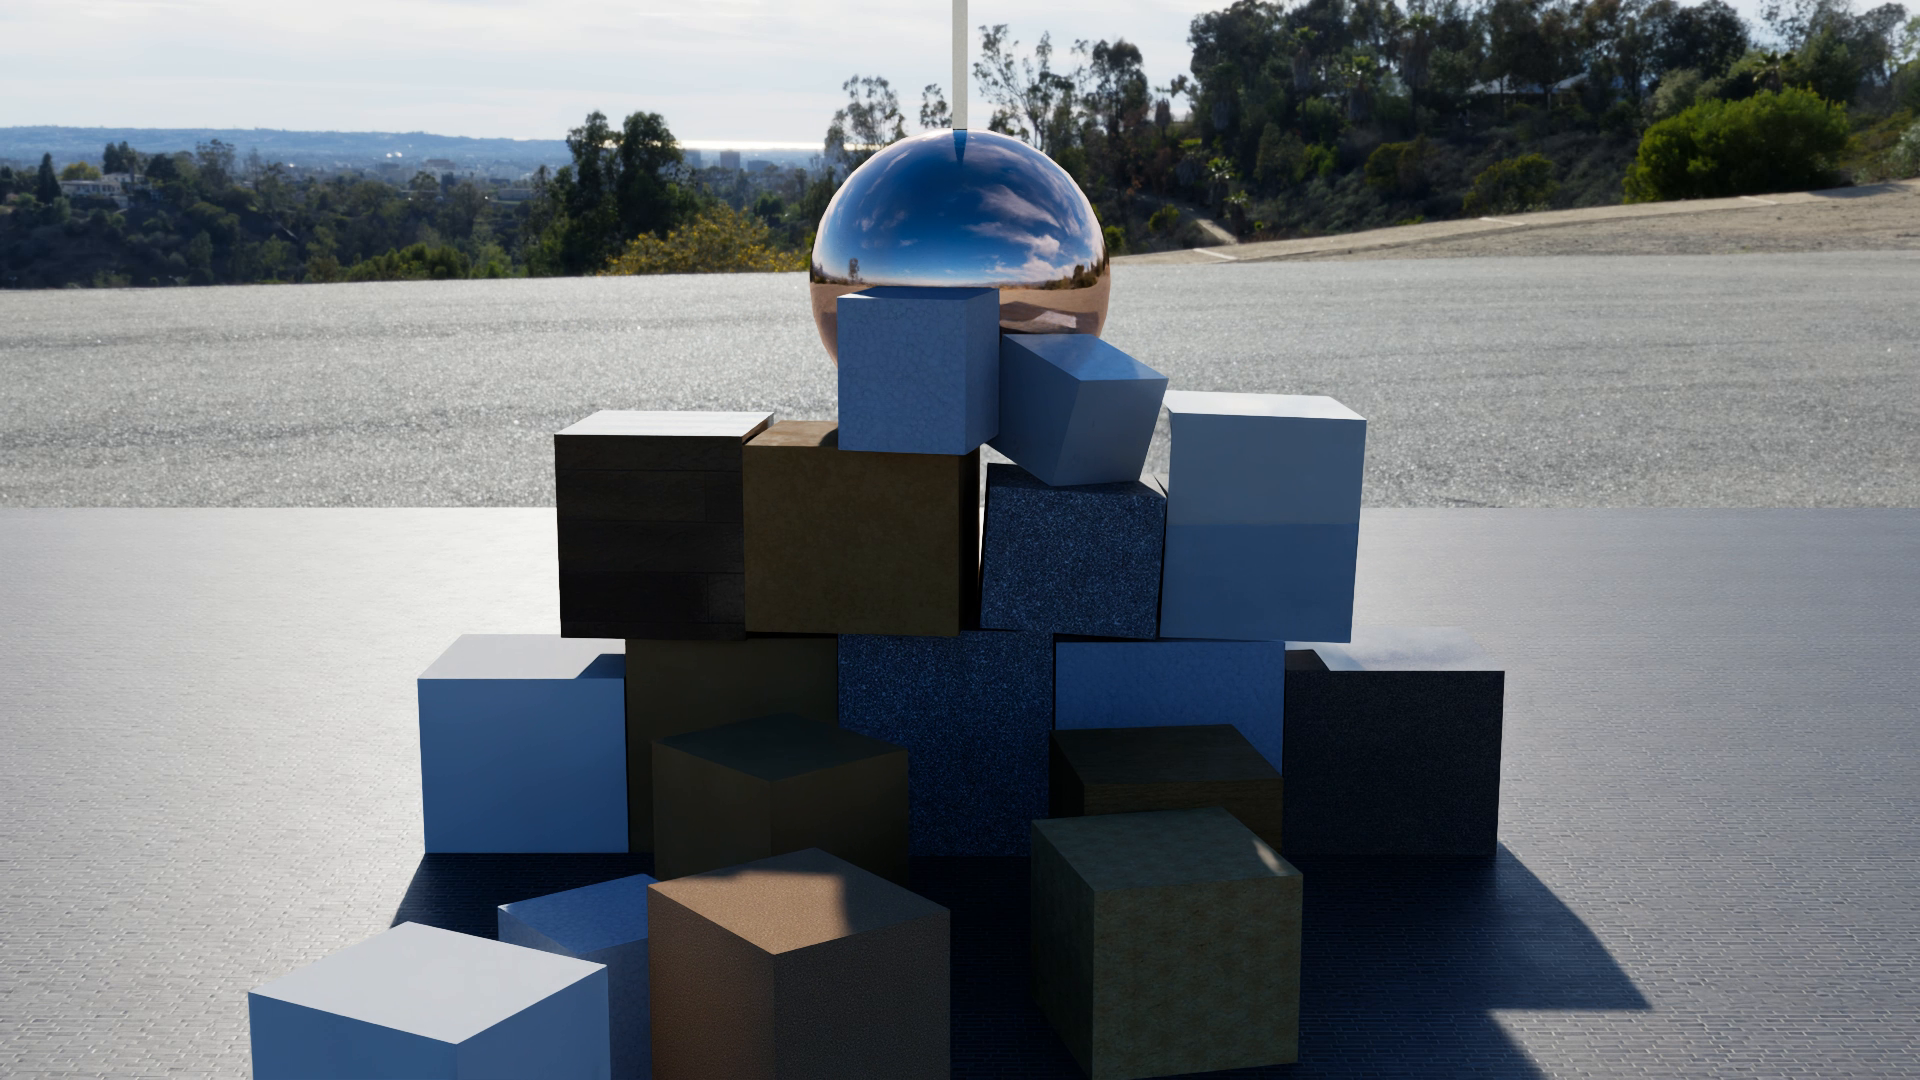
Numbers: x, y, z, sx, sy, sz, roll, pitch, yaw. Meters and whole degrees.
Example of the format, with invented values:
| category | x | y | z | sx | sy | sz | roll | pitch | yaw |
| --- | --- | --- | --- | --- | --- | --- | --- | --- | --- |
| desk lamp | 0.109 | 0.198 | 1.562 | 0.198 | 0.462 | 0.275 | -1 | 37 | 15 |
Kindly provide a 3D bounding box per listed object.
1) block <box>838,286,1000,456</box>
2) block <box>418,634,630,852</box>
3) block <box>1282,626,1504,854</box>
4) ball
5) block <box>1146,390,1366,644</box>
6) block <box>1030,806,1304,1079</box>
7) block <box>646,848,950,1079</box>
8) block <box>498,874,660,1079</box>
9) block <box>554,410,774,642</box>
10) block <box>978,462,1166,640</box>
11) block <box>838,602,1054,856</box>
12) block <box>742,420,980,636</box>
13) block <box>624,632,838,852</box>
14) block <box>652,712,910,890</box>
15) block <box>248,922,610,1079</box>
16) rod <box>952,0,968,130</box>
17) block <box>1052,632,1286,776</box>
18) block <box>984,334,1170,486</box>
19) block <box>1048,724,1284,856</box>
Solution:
| category | x | y | z | sx | sy | sz | roll | pitch | yaw |
| --- | --- | --- | --- | --- | --- | --- | --- | --- | --- |
| block | -0.190 | -0.829 | 10.585 | 0.618 | 0.721 | 0.696 | 3 | 11 | 14 |
| block | -2.163 | 1.033 | 11.384 | 1.016 | 0.895 | 0.991 | 0 | 10 | 0 |
| block | 2.136 | 1.015 | 11.349 | 1.070 | 0.942 | 0.985 | 0 | 10 | 0 |
| ball | 0.000 | -1.370 | 11.636 | 1.600 | 1.600 | 1.600 | 0 | 10 | 0 |
| block | 1.459 | -0.140 | 11.161 | 0.940 | 1.106 | 0.976 | 2 | 10 | -2 |
| block | 0.797 | 1.582 | 8.747 | 0.827 | 0.758 | 0.892 | -2 | 11 | -13 |
| block | -0.591 | 1.689 | 7.998 | 0.736 | 0.816 | 0.872 | -8 | 13 | -36 |
| block | -1.321 | 1.715 | 8.411 | 0.638 | 0.615 | 0.645 | -8 | 13 | -37 |
| block | -1.468 | -0.093 | 11.144 | 0.920 | 1.009 | 0.945 | 1 | 10 | 4 |
| block | 0.543 | 0.042 | 11.008 | 0.852 | 0.698 | 0.784 | 4 | 10 | -1 |
| block | -0.065 | 0.909 | 11.363 | 1.052 | 1.145 | 1.085 | 0 | 10 | 1 |
| block | -0.471 | -0.081 | 11.049 | 1.045 | 0.915 | 0.964 | 1 | 10 | 7 |
| block | -1.124 | 0.934 | 11.369 | 1.041 | 1.094 | 0.973 | 0 | 10 | 0 |
| block | -0.790 | 1.337 | 9.685 | 0.751 | 0.903 | 0.859 | -9 | 14 | -41 |
| block | -1.710 | 1.827 | 7.176 | 0.863 | 0.837 | 0.730 | 6 | 12 | 28 |
| rod | 0.000 | -4.623 | 10.645 | 0.080 | 5.200 | 0.080 | 0 | 17 | 0 |
| block | 1.031 | 0.941 | 11.363 | 1.122 | 1.082 | 1.042 | 0 | 10 | 0 |
| block | 0.557 | -0.657 | 10.962 | 0.607 | 0.555 | 0.593 | -5 | 29 | -41 |
| block | 0.880 | 1.358 | 9.665 | 0.847 | 0.871 | 0.873 | -1 | 10 | -7 |
